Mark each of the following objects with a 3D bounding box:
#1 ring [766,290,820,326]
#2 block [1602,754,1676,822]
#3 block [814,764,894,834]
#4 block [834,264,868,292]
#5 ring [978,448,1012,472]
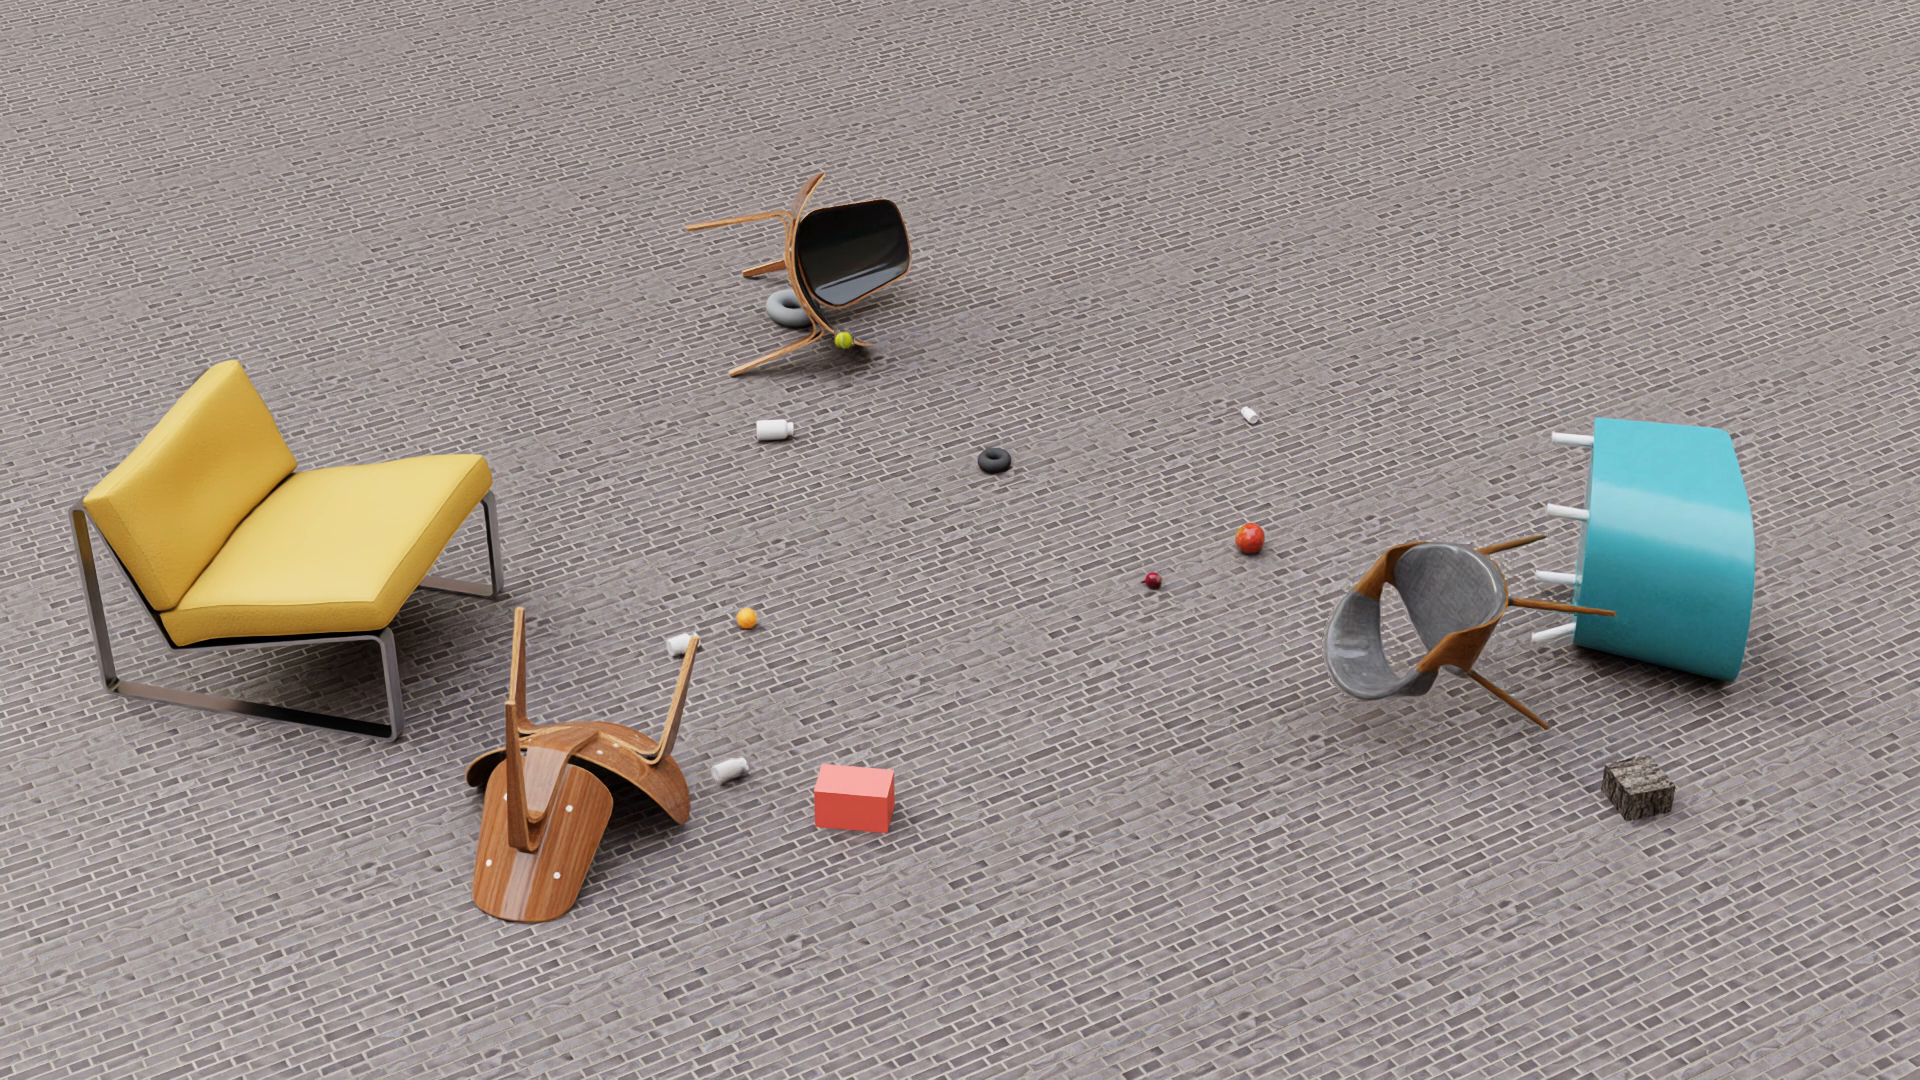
[{"bbox_3d":[-0.704,-0.978,12.365,0.217,0.072,0.271,-20,38,-26],"label":"ring"},{"bbox_3d":[2.223,0.813,9.611,0.163,0.110,0.174,-10,35,-14],"label":"block"},{"bbox_3d":[-0.342,0.841,9.536,0.238,0.146,0.145,4,34,7],"label":"block"},{"bbox_3d":[-0.470,-1.131,12.611,0.107,0.055,0.121,-14,36,-20],"label":"block"},{"bbox_3d":[0.133,-0.309,11.364,0.137,0.055,0.124,-26,43,-36],"label":"ring"}]
